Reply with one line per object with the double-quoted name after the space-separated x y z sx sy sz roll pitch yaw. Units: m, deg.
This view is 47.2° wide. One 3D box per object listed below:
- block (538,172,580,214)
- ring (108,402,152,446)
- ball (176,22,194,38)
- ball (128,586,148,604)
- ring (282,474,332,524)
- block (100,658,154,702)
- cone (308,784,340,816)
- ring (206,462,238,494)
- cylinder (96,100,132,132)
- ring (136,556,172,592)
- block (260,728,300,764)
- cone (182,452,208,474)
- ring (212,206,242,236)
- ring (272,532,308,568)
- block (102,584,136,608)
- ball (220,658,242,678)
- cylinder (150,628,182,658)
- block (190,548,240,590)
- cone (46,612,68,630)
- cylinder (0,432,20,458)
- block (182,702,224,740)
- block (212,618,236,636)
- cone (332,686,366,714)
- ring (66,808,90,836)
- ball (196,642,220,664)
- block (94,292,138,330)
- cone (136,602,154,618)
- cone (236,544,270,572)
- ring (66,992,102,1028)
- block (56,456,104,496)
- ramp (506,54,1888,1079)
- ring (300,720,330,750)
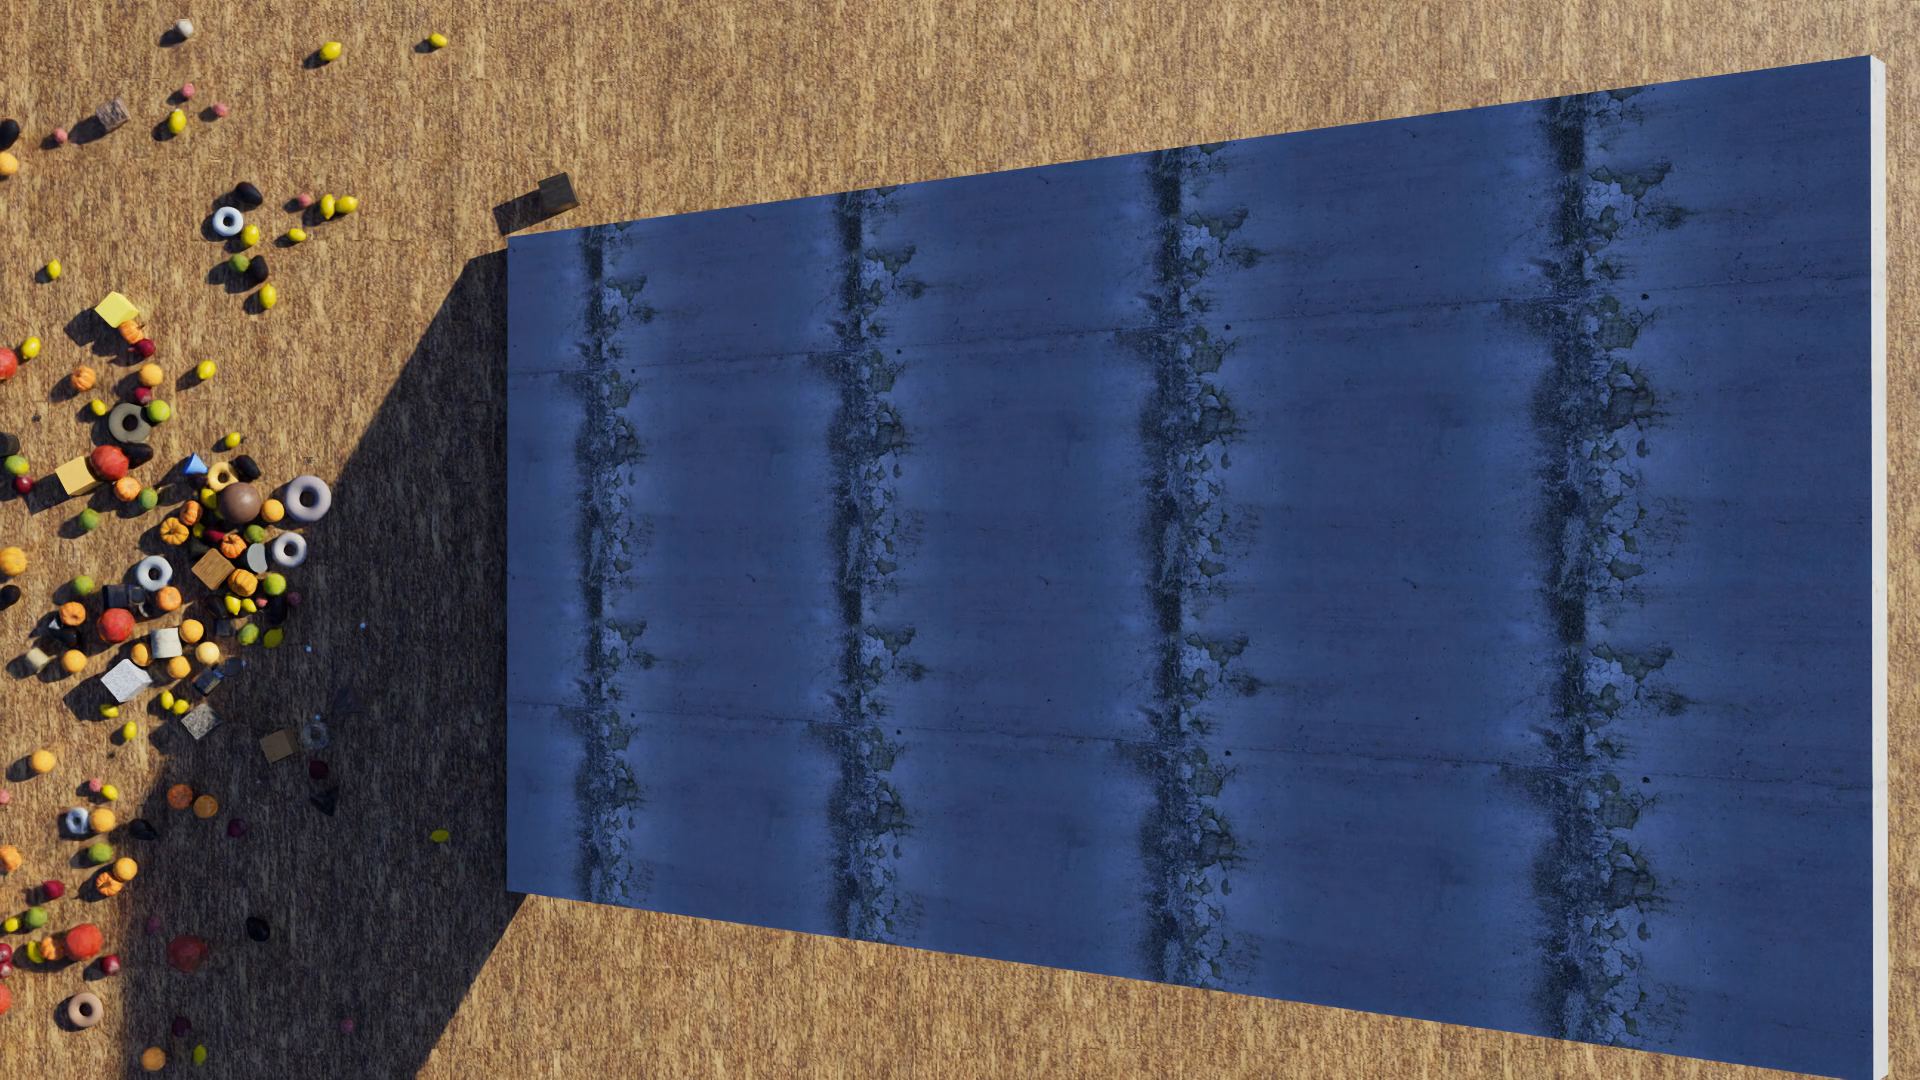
-1.234 -1.067 6.769 0.093 0.093 0.093 -19 90 0 "block"
-2.564 -0.359 6.789 0.135 0.045 0.135 0 89 -1 "ring"
-2.396 -1.576 6.793 0.052 0.052 0.052 0 90 0 "ball"
-2.529 0.169 6.764 0.053 0.053 0.053 0 90 0 "ball"
-2.014 -0.127 6.785 0.150 0.050 0.150 0 91 0 "ring"
-2.559 0.431 6.759 0.093 0.093 0.093 -40 90 0 "block"
-1.943 0.789 6.783 0.090 0.090 0.090 34 63 0 "cone"
-2.278 -0.191 6.793 0.101 0.034 0.101 0 88 0 "ring"
-2.608 -1.310 6.781 0.073 0.073 0.073 -31 90 -6 "cylinder"
-2.488 0.105 6.789 0.115 0.038 0.115 0 88 1 "ring"
-2.092 0.632 6.764 0.080 0.080 0.080 -24 90 0 "block"
-2.346 -0.220 6.793 0.077 0.077 0.077 29 90 -27 "cone"
-2.264 -0.984 6.800 0.094 0.031 0.094 0 90 -1 "ring"
-2.070 0.032 6.790 0.112 0.037 0.112 0 90 -1 "ring"
-2.590 0.173 6.772 0.071 0.071 0.071 -6 90 0 "block"
-2.246 0.393 6.775 0.060 0.060 0.060 0 90 0 "ball"
-2.442 0.317 6.763 0.086 0.086 0.086 -5 90 0 "cylinder"
-2.288 0.089 6.763 0.090 0.090 0.090 44 90 0 "block"
-2.780 0.266 6.793 0.061 0.061 0.061 37 90 -30 "cone"
-2.952 -0.293 6.769 0.083 0.083 0.083 0 90 0 "cylinder"
-2.329 0.558 6.765 0.079 0.079 0.079 -39 90 0 "block"
-2.268 0.269 6.780 0.052 0.052 0.052 4 90 0 "block"
-1.872 0.513 6.784 0.092 0.092 0.092 36 90 -27 "cone"
-2.719 0.867 6.781 0.086 0.029 0.086 1 93 20 "ring"
-2.317 0.348 6.771 0.070 0.070 0.070 0 90 0 "ball"
-2.597 -0.707 6.775 0.077 0.077 0.077 45 90 0 "block"
-2.532 0.223 6.795 0.053 0.053 0.053 -19 90 32 "cone"
-2.200 0.060 6.787 0.093 0.093 0.093 -7 90 27 "cone"
-2.699 1.449 6.780 0.111 0.037 0.111 0 91 0 "ring"
-2.709 -0.197 6.766 0.087 0.087 0.087 -28 90 0 "block"
0.225 0.064 5.542 4.000 0.100 2.000 0 90 38 "ramp"
-1.990 0.604 6.789 0.093 0.031 0.093 0 90 -1 "ring"
